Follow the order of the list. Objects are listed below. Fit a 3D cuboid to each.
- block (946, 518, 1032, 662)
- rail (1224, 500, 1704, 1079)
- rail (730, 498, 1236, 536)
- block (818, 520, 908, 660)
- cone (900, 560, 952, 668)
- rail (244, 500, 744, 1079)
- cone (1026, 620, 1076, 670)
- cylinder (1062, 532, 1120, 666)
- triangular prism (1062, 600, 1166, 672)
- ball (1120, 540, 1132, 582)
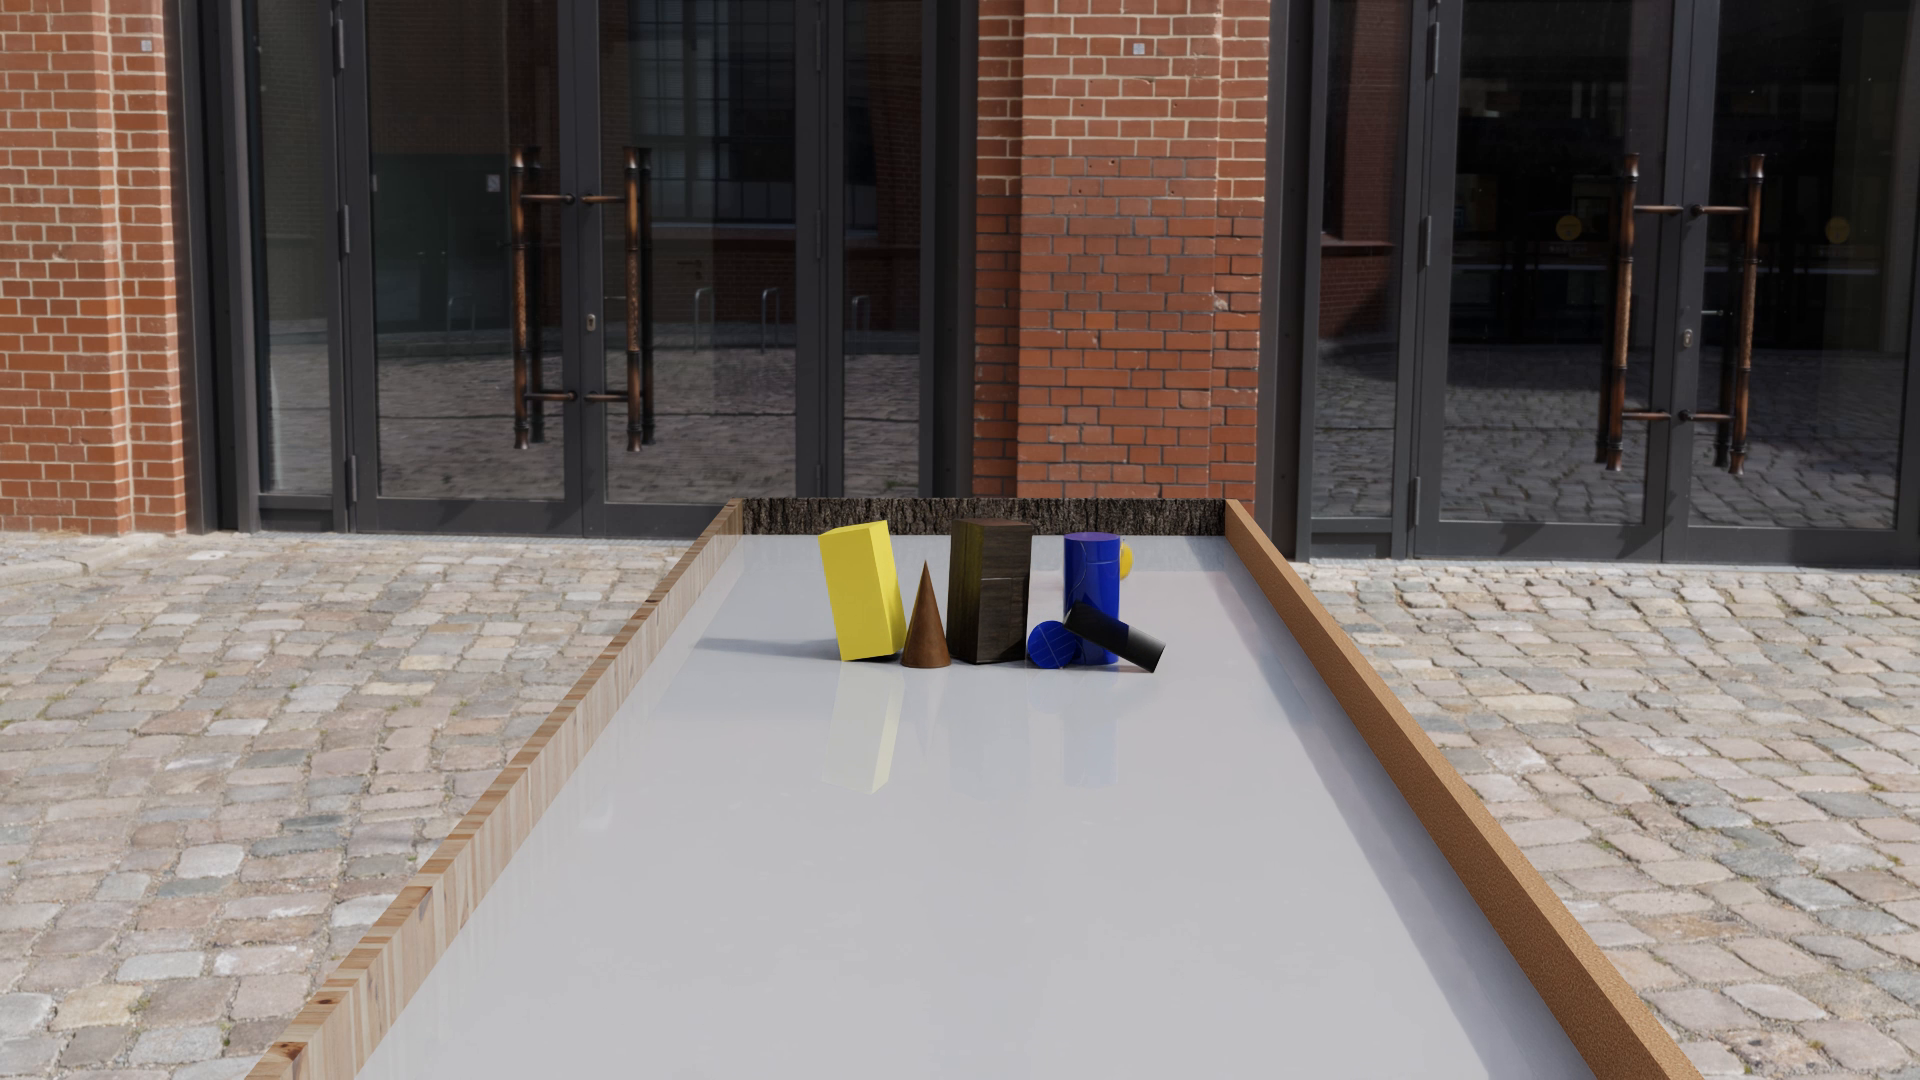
[{"bbox_3d":[0.087,0.150,6.705,0.177,0.414,0.177,-2,8,-33],"label":"block"},{"bbox_3d":[1.046,0.843,3.208,0.050,0.150,12.000,0,9,1],"label":"rail"},{"bbox_3d":[0.099,-0.098,9.147,2.100,0.150,0.050,0,9,1],"label":"rail"},{"bbox_3d":[-0.293,0.154,6.720,0.167,0.389,0.167,-9,6,17],"label":"block"},{"bbox_3d":[-0.104,0.214,6.629,0.156,0.322,0.156,0,9,0],"label":"cone"},{"bbox_3d":[-1.004,0.839,3.234,0.050,0.150,12.000,0,9,1],"label":"rail"},{"bbox_3d":[0.239,0.317,6.777,0.146,0.146,0.412,-2,-1,-10],"label":"cone"},{"bbox_3d":[0.399,0.177,6.676,0.173,0.380,0.173,0,9,0],"label":"cylinder"},{"bbox_3d":[0.461,0.280,6.552,0.300,0.087,0.100,27,9,-2],"label":"triangular prism"},{"bbox_3d":[0.542,0.076,7.986,0.170,0.170,0.170,0,9,0],"label":"ball"}]
